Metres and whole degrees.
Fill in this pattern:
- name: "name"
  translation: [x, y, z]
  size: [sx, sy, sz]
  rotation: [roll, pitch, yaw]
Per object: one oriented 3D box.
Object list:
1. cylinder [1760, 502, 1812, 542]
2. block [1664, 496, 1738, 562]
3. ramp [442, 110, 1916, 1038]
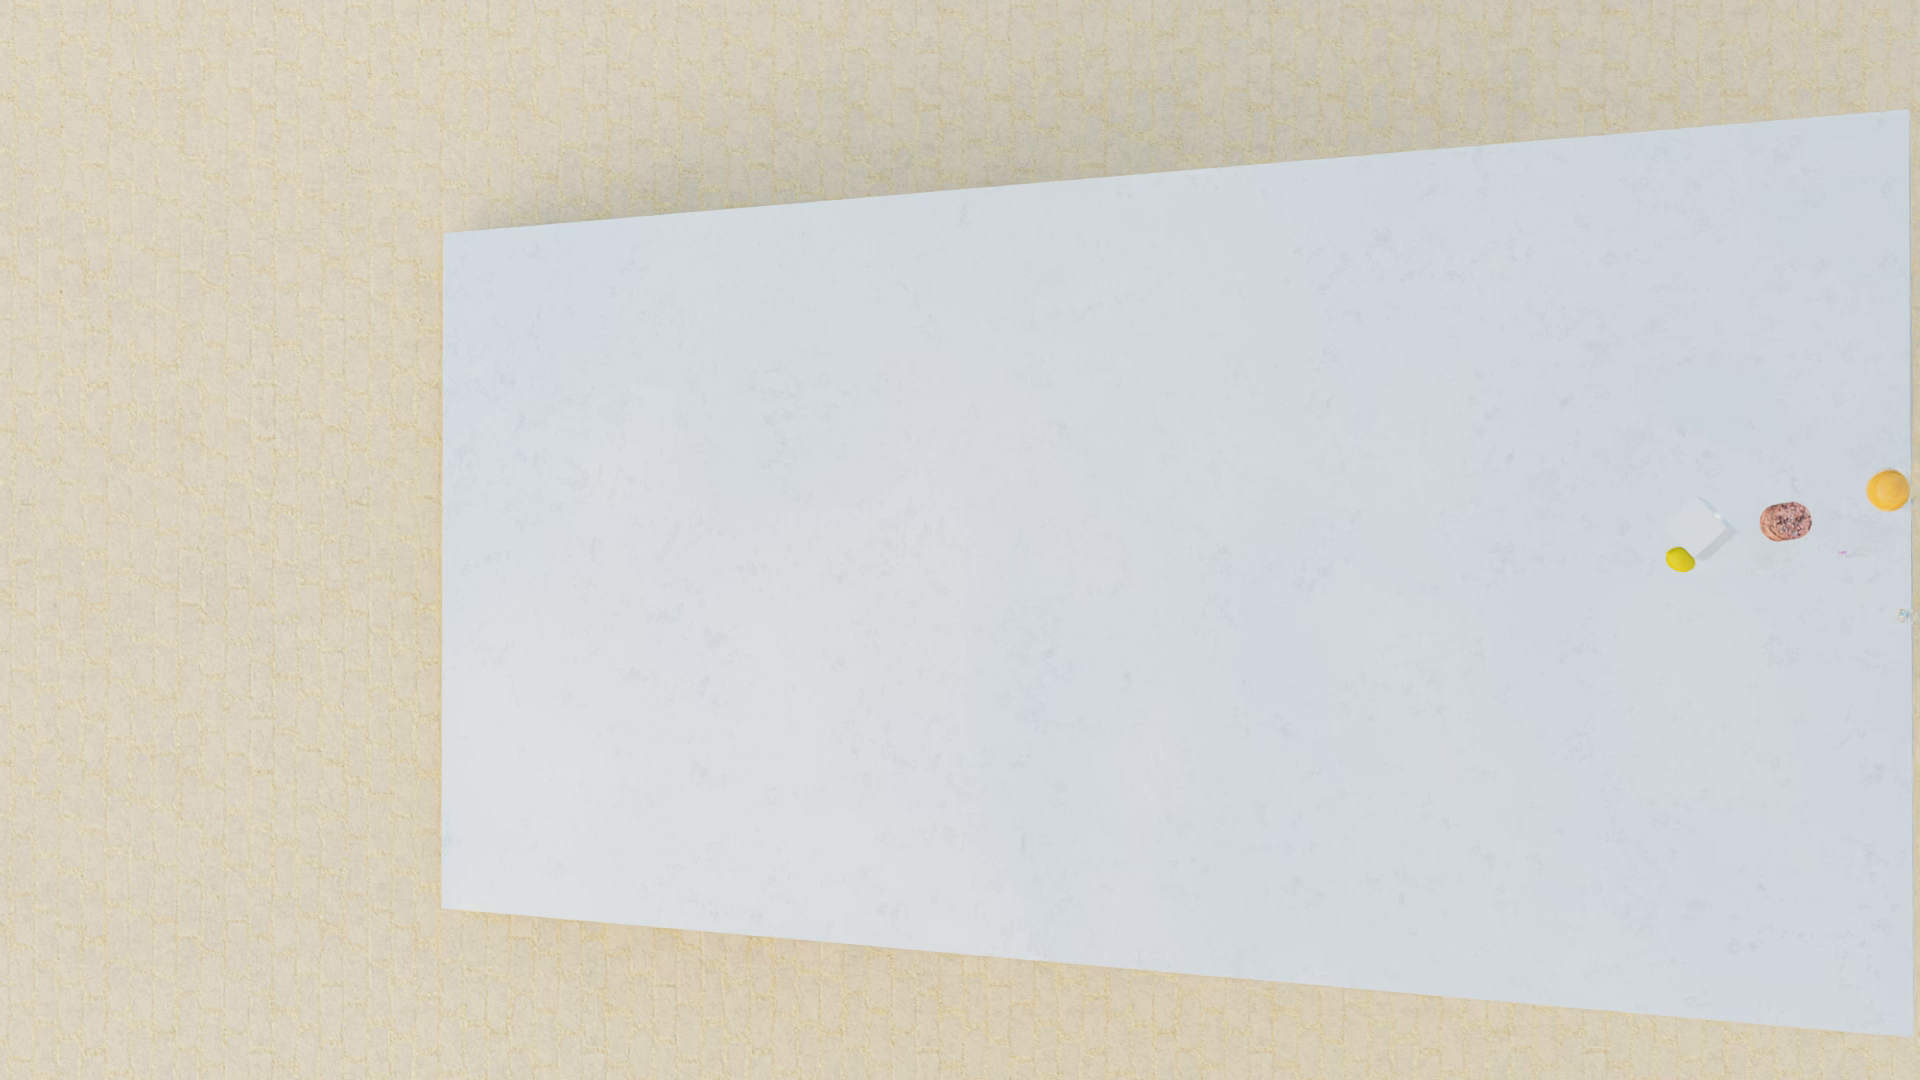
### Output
- name: "cylinder"
  translation: [1.567, -0.034, 4.173]
  size: [0.071, 0.071, 0.071]
  rotation: [0, 86, -3]
- name: "block"
  translation: [1.566, -0.023, 4.647]
  size: [0.092, 0.092, 0.092]
  rotation: [-47, 63, 20]
- name: "ramp"
  translation: [0.280, 0.080, 5.672]
  size: [4.000, 0.100, 2.000]
  rotation: [0, 89, 26]
